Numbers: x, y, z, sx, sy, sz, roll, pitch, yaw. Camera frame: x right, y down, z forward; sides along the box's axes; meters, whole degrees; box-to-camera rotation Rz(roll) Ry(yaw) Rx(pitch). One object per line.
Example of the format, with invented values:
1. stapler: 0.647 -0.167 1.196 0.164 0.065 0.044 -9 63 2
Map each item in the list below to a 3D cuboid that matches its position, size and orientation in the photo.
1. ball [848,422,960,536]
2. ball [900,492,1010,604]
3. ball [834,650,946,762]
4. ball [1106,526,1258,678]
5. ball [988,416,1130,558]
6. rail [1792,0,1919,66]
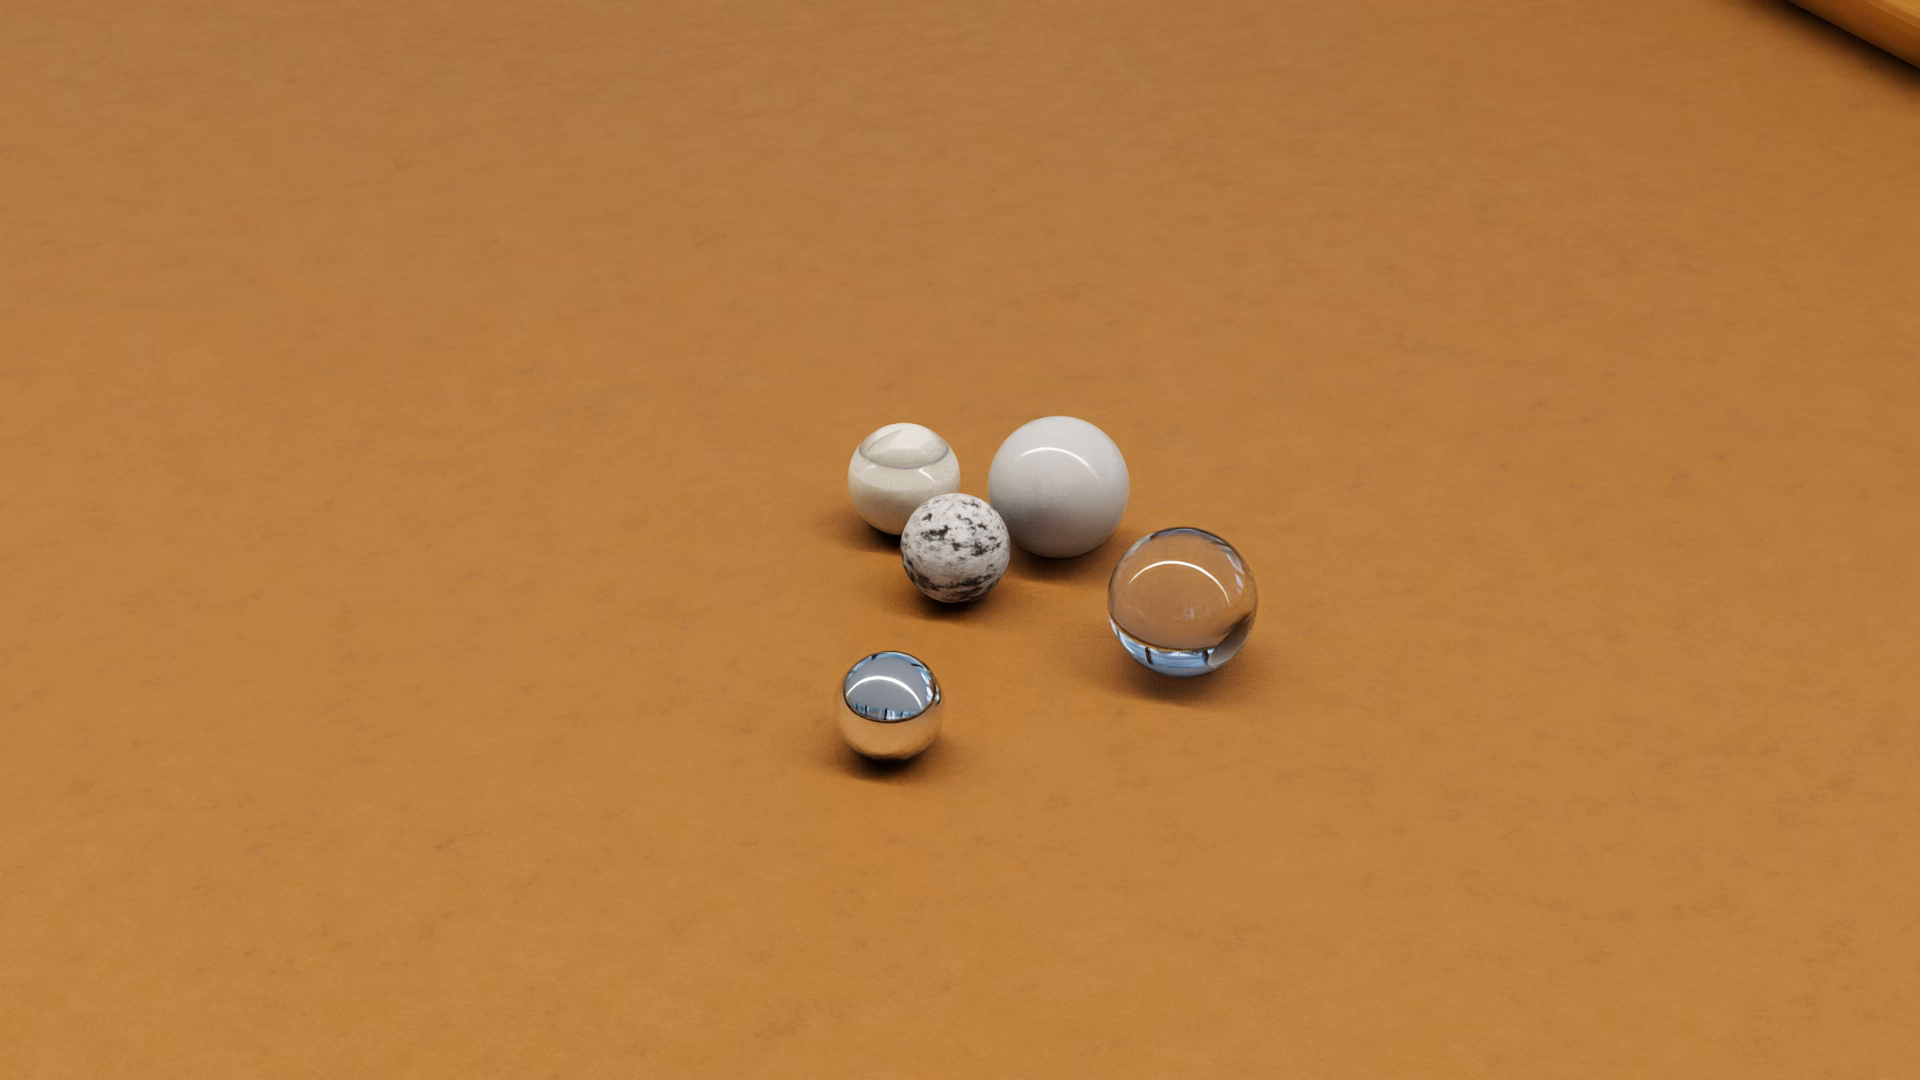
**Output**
1. ball: -0.035 -0.038 1.846 0.071 0.071 0.071 0 29 0
2. ball: -0.003 0.005 1.773 0.067 0.067 0.067 0 29 0
3. ball: -0.039 0.092 1.623 0.062 0.062 0.062 0 29 0
4. ball: 0.128 0.036 1.698 0.088 0.088 0.088 0 29 0
5. ball: 0.061 -0.033 1.818 0.088 0.088 0.088 0 29 0
6. rail: 0.652 -0.682 2.942 0.045 0.119 4.094 -11 31 -18
